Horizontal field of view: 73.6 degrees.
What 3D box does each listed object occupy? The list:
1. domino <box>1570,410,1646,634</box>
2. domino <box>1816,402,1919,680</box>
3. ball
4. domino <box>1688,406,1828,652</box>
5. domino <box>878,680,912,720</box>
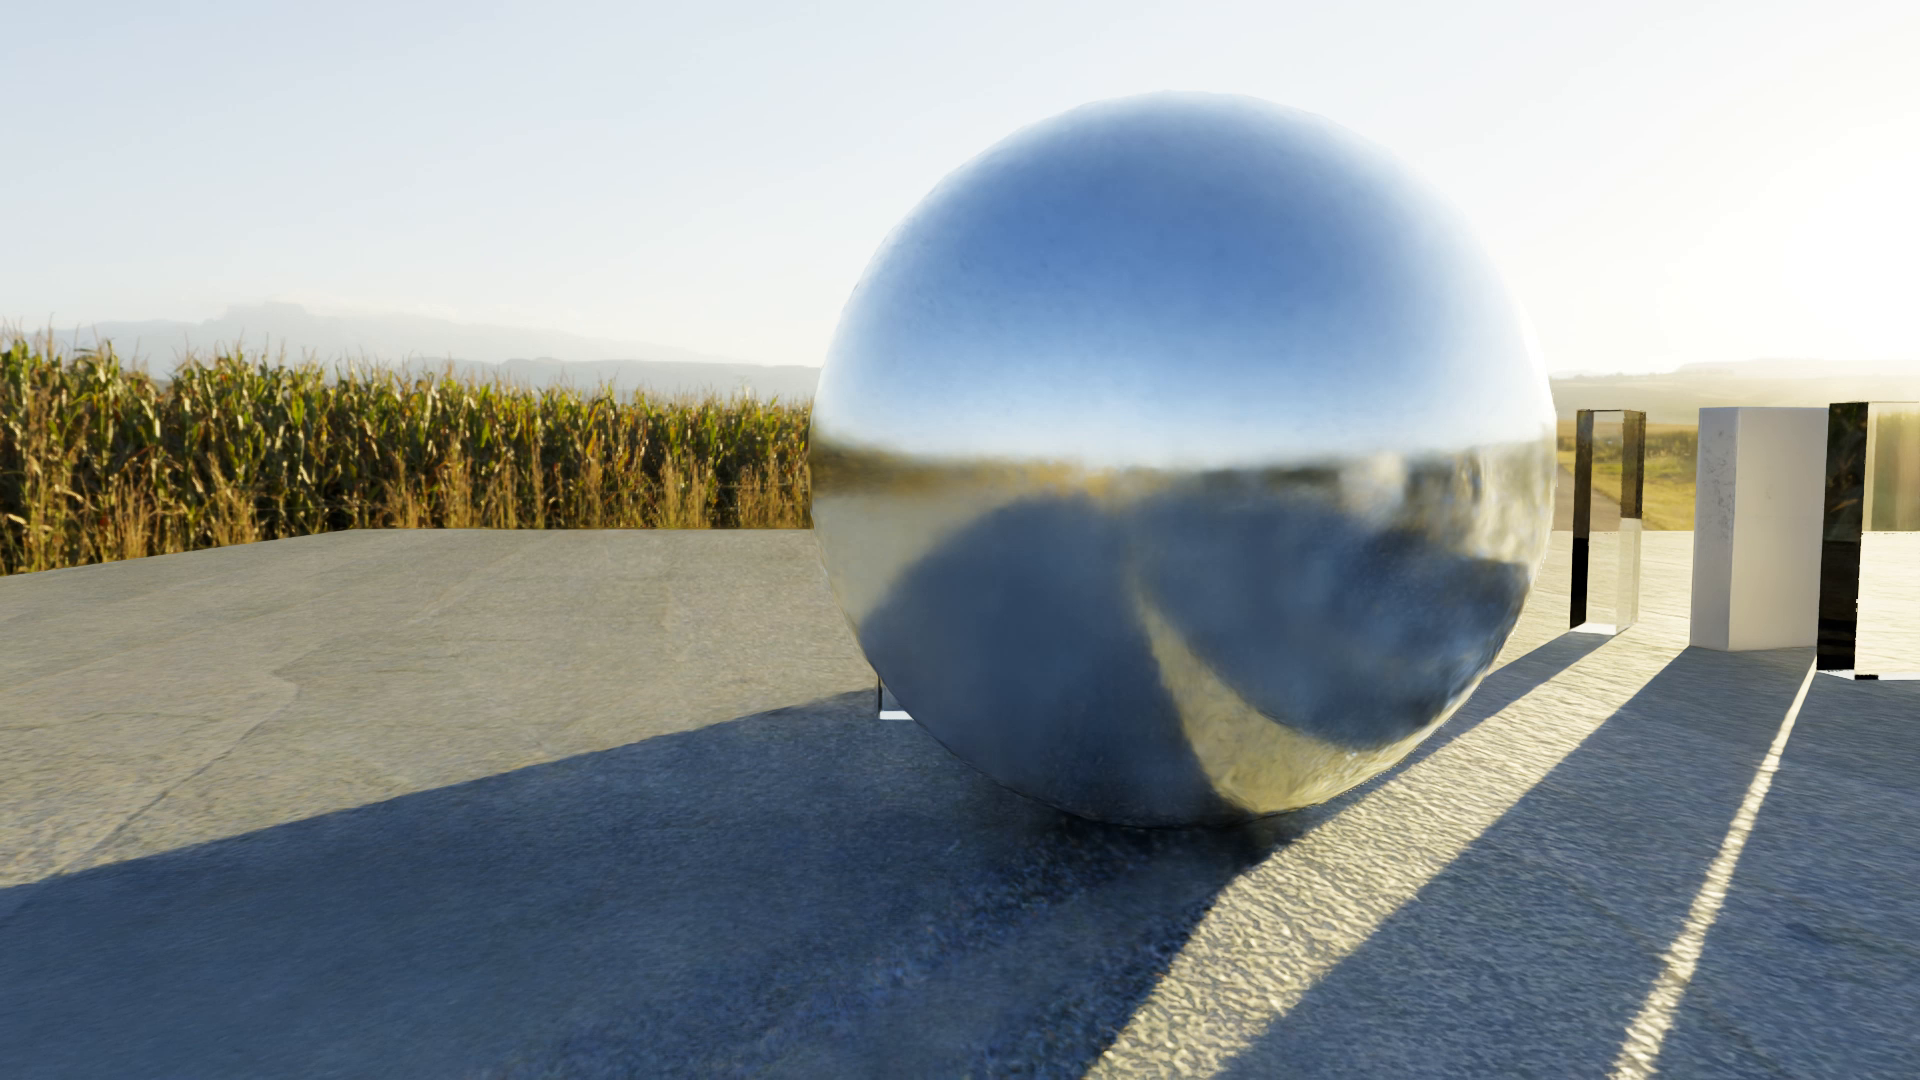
[{"bbox_3d":[0.150,-0.005,0.297,0.010,0.050,0.025,3,5,38],"label":"domino"},{"bbox_3d":[0.174,0.000,0.235,0.025,0.050,0.009,0,4,-4],"label":"domino"},{"bbox_3d":[0.023,-0.008,0.144,0.080,0.080,0.080,0,4,0],"label":"ball"},{"bbox_3d":[0.168,-0.003,0.269,0.025,0.050,0.009,-1,4,-17],"label":"domino"},{"bbox_3d":[0.000,0.002,0.201,0.025,0.050,0.009,0,4,0],"label":"domino"}]
